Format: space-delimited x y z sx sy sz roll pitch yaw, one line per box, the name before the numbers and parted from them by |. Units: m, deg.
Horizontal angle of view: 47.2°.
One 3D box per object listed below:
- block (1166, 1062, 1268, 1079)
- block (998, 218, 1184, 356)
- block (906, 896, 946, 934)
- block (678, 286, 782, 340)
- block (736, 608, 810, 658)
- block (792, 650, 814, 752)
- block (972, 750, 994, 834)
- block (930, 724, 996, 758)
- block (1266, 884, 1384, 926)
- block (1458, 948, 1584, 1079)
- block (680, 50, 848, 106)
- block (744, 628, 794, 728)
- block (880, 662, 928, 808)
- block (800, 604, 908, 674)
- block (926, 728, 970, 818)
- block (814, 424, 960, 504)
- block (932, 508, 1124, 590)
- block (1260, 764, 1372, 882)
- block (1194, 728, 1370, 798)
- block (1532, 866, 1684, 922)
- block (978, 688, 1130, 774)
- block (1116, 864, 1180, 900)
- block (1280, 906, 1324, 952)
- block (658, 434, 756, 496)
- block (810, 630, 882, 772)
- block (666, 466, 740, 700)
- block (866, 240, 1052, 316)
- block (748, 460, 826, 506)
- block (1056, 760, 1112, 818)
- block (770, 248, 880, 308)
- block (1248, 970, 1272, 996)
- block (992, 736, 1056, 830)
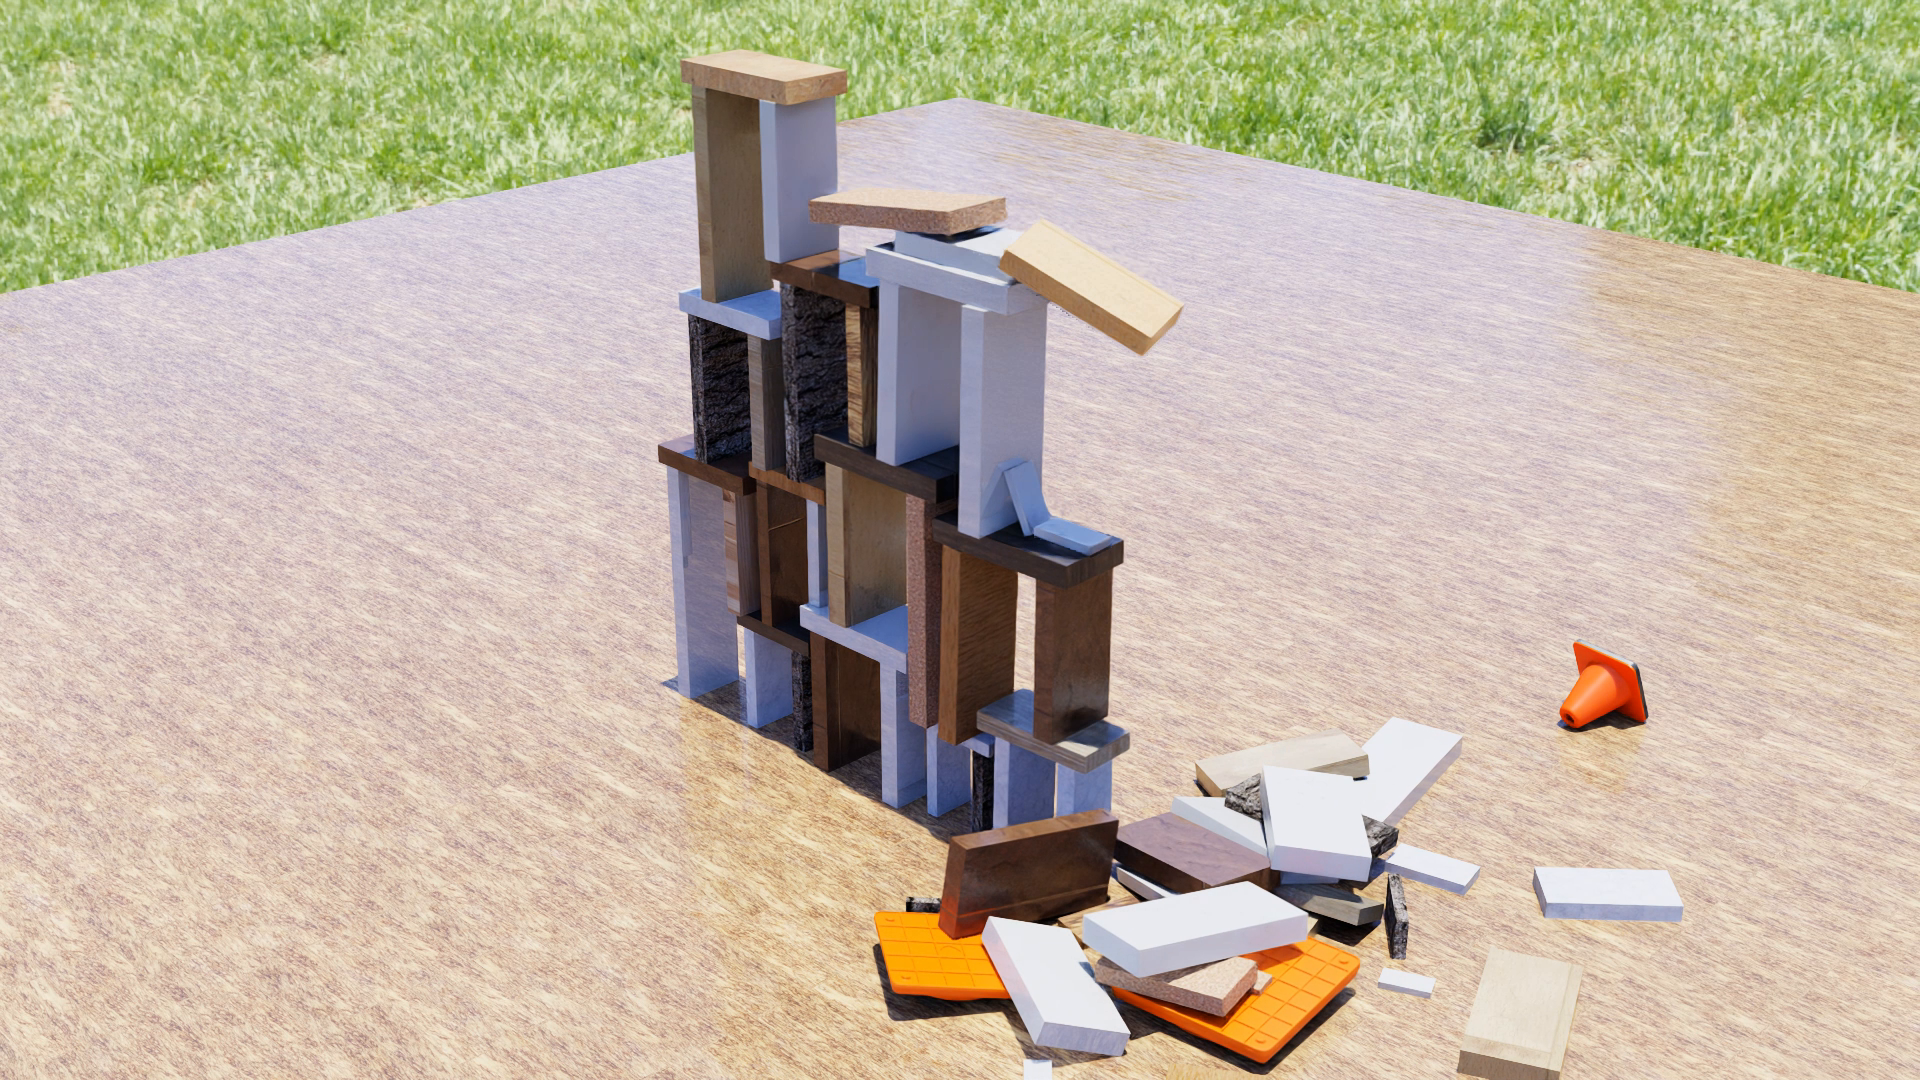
block | 0.418 0.901 3.607 0.162 0.023 0.081 5 24 12
block | 0.227 -0.438 3.793 0.294 0.042 0.147 33 40 10
block | -0.036 0.692 4.050 0.127 0.063 0.018 2 23 5
block | -0.428 -0.473 4.486 0.143 0.041 0.286 -21 31 -40
block | -0.357 0.182 4.693 0.233 0.033 0.117 21 31 41
block | -0.302 0.326 4.695 0.033 0.233 0.117 21 31 41
block | 0.068 0.490 4.358 0.097 0.193 0.027 -21 31 -41
block | 0.023 0.370 4.358 0.097 0.027 0.194 -21 31 -40
block | 0.666 0.666 4.092 0.218 0.031 0.109 13 5 34
block | 0.964 0.820 3.770 0.162 0.046 0.325 9 24 20
block | -0.382 -0.899 4.264 0.311 0.044 0.156 21 31 40
block | -0.412 0.283 4.796 0.033 0.233 0.117 21 31 41
block | -0.087 0.373 4.476 0.045 0.316 0.158 21 31 41
block | -0.162 0.178 4.475 0.158 0.045 0.316 -21 31 -41
block | -0.022 0.454 4.443 0.027 0.194 0.097 21 31 41
block | -0.104 -0.160 4.270 0.172 0.049 0.345 -21 31 -40
block | 0.125 0.000 4.078 0.328 0.046 0.164 20 30 39
block | 0.671 0.534 4.176 0.177 0.050 0.354 7 19 2
block | 0.662 0.469 4.525 0.319 0.045 0.159 -12 18 -10
block | 1.219 0.667 4.143 0.250 0.035 0.125 1 23 3
block | 0.177 0.361 4.177 0.267 0.038 0.134 20 30 38
block | 0.400 0.647 4.144 0.109 0.031 0.218 -17 20 -25
block | 0.554 0.697 4.079 0.218 0.031 0.109 12 26 27
block | -0.500 -0.168 4.695 0.284 0.040 0.142 21 31 41
block | -0.236 0.315 4.614 0.045 0.316 0.158 21 31 41
block | -0.567 0.078 4.872 0.040 0.551 0.142 21 31 41
block | 0.017 -0.488 3.991 0.359 0.051 0.180 21 31 41
block | -0.313 -0.132 4.509 0.233 0.033 0.117 21 31 41
block | 0.236 0.522 4.187 0.038 0.267 0.134 16 28 33
block | -0.220 -0.511 4.255 0.284 0.040 0.142 21 31 40
block | 0.488 0.756 3.806 0.094 0.013 0.047 15 34 33
block | 0.126 0.479 4.288 0.134 0.267 0.038 -21 32 -40
